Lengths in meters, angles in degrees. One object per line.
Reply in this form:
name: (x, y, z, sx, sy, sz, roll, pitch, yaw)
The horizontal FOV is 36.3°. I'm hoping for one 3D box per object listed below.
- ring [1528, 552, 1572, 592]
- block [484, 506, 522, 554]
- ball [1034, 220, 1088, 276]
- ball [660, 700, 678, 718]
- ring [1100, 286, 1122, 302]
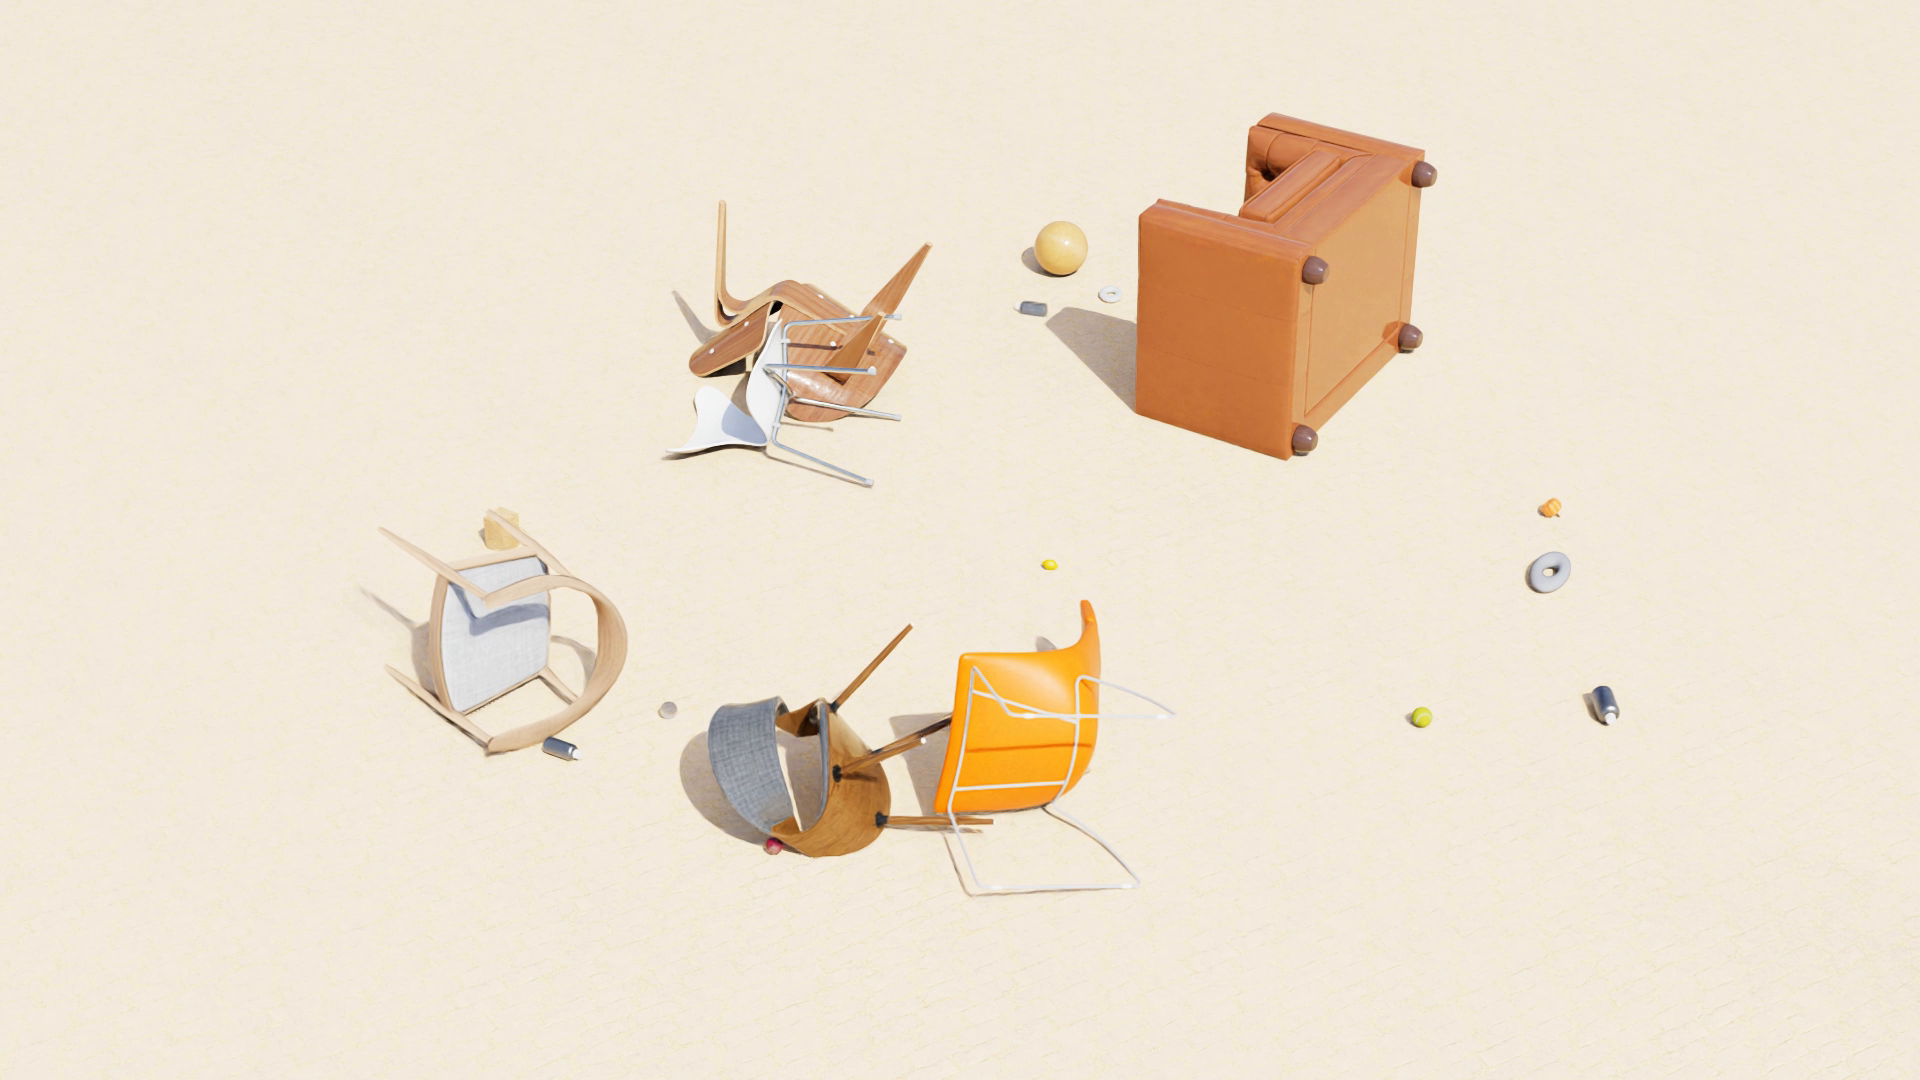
ring: (2.159, 0.116, 10.725, 0.142, 0.048, 0.259, 15, 37, 20)
block: (-1.697, -0.034, 10.874, 0.088, 0.134, 0.093, 20, 38, 28)
ball: (0.436, -1.260, 12.644, 0.234, 0.234, 0.234, 0, 33, 0)
ball: (-0.993, 0.580, 10.009, 0.060, 0.060, 0.060, 0, 33, 0)
ring: (0.644, -1.050, 12.514, 0.102, 0.026, 0.137, 3, 33, 3)
